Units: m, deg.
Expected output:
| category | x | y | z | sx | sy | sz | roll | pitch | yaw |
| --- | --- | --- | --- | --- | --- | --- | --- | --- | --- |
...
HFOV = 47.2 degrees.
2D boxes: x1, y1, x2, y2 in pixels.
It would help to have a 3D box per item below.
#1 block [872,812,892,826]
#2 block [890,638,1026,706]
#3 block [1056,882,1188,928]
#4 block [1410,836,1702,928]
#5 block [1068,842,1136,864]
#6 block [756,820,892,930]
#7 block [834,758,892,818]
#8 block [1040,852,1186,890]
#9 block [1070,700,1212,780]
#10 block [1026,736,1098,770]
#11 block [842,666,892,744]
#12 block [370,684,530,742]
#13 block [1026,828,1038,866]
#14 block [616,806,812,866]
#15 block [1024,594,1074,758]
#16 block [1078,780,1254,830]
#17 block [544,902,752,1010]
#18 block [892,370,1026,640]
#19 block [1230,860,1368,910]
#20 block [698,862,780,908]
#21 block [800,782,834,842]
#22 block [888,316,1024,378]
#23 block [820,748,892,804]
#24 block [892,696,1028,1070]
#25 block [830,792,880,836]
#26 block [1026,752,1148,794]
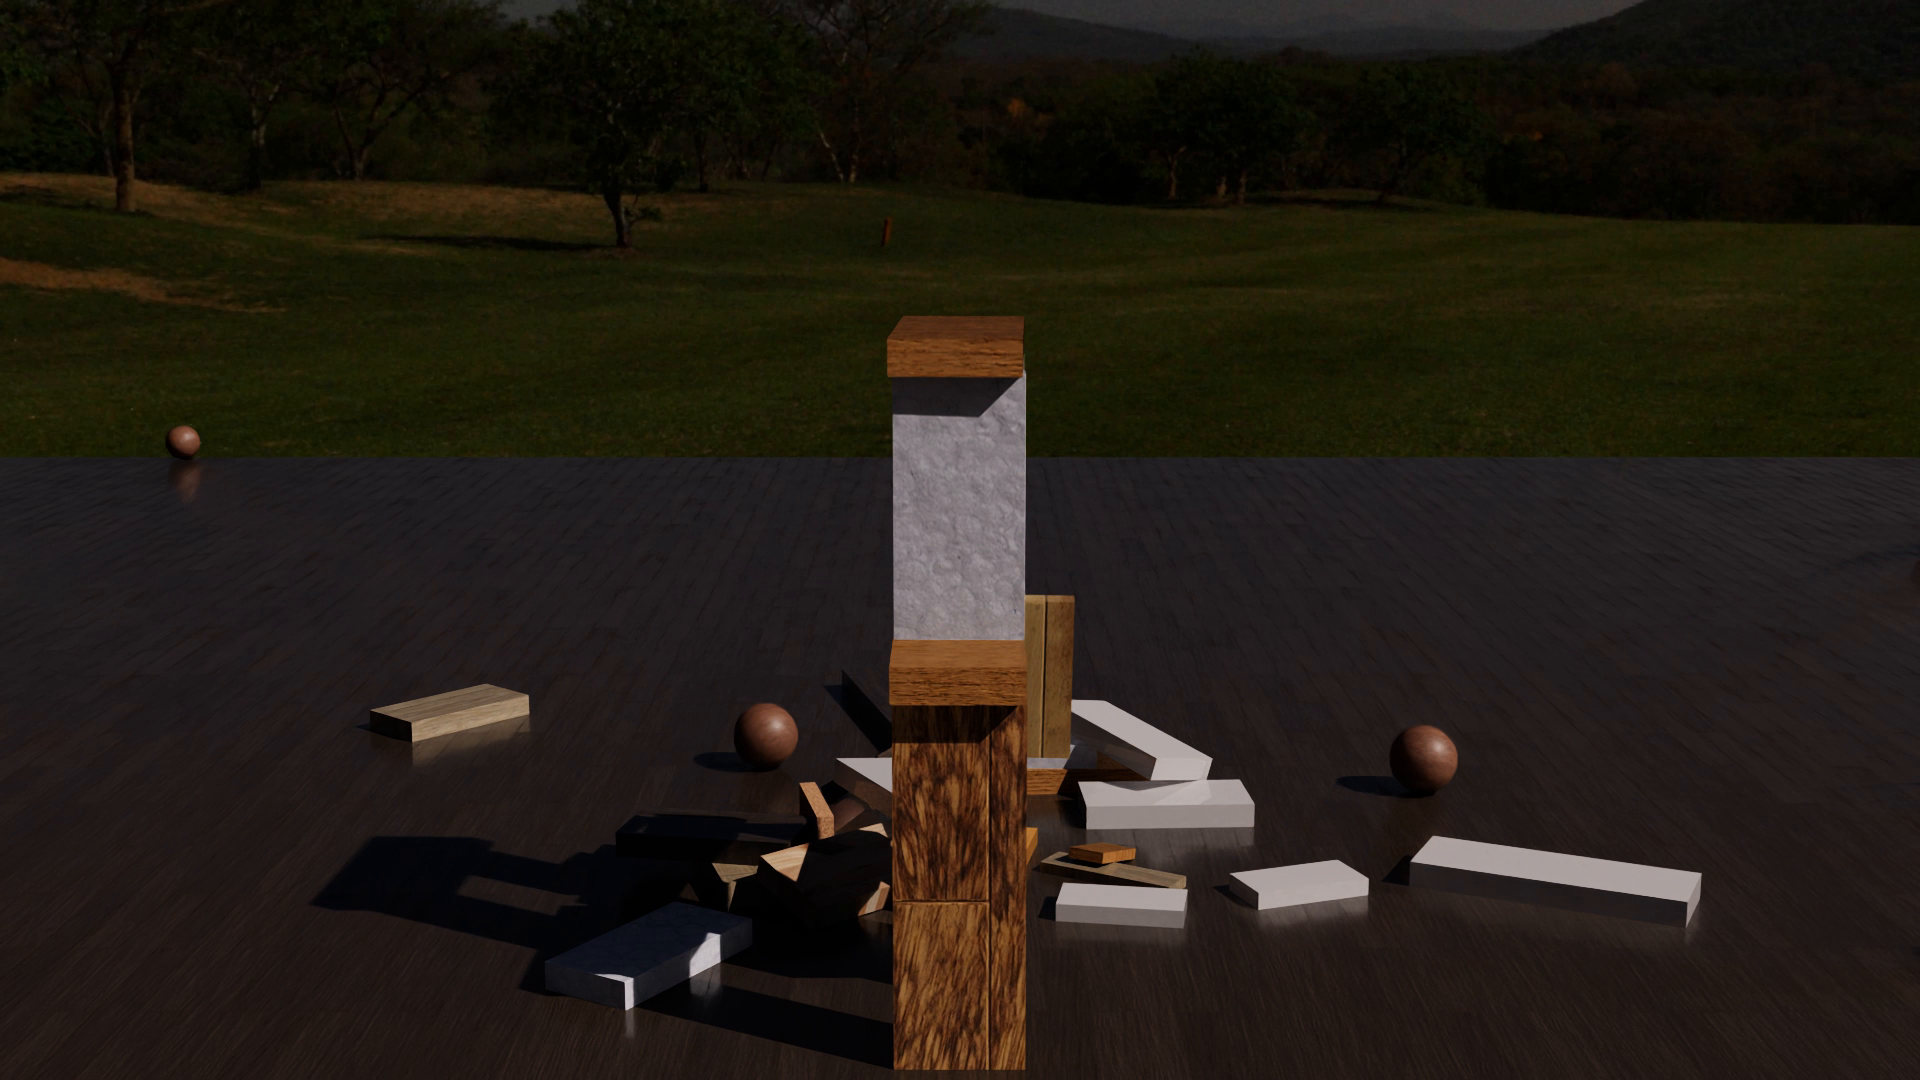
| category | x | y | z | sx | sy | sz | roll | pitch | yaw |
| --- | --- | --- | --- | --- | --- | --- | --- | --- | --- |
| block | -0.087 | 0.513 | 3.858 | 0.103 | 0.029 | 0.205 | -41 | 29 | -21 |
| block | -0.002 | 0.157 | 3.021 | 0.178 | 0.050 | 0.356 | 0 | 11 | 0 |
| block | 0.263 | 0.593 | 3.572 | 0.205 | 0.029 | 0.103 | 2 | 11 | 9 |
| block | 0.992 | 0.567 | 3.671 | 0.449 | 0.044 | 0.154 | 5 | 12 | 26 |
| block | 0.246 | 0.541 | 3.804 | 0.065 | 0.018 | 0.130 | 6 | 0 | 30 |
| block | -0.169 | 0.548 | 3.634 | 0.306 | 0.043 | 0.153 | -9 | 33 | -43 |
| block | -0.079 | 0.447 | 3.856 | 0.153 | 0.043 | 0.350 | 2 | 8 | -28 |
| block | 0.259 | 0.568 | 3.738 | 0.246 | 0.018 | 0.065 | 6 | 12 | 31 |
| block | 0.321 | 0.383 | 4.232 | 0.154 | 0.044 | 0.308 | 5 | 14 | -41 |
| block | 0.186 | 0.387 | 4.382 | 0.164 | 0.046 | 0.328 | 0 | 11 | 2 |
| block | -0.105 | 0.370 | 4.726 | 0.164 | 0.046 | 0.654 | -3 | 11 | -15 |
| block | -1.097 | 0.370 | 4.734 | 0.151 | 0.043 | 0.302 | 9 | 14 | 40 |
| block | 0.069 | 0.544 | 3.835 | 0.102 | 0.029 | 0.204 | 2 | 11 | 11 |
| block | -0.419 | 0.507 | 3.764 | 0.302 | 0.043 | 0.151 | 2 | 11 | 11 |
| block | 0.111 | 0.214 | 3.446 | 0.128 | 0.256 | 0.036 | 1 | 14 | 1 |
| block | 0.380 | 0.490 | 4.086 | 0.308 | 0.044 | 0.154 | -1 | 11 | -3 |
| block | -0.469 | 0.628 | 3.344 | 0.153 | 0.043 | 0.306 | 6 | 12 | 31 |
| block | -0.001 | -0.047 | 2.988 | 0.179 | 0.362 | 0.051 | 0 | 10 | 1 |
| block | 0.566 | 0.575 | 3.671 | 0.205 | 0.029 | 0.103 | -4 | 11 | -20 |
| block | -0.358 | 0.551 | 3.760 | 0.151 | 0.043 | 0.302 | -3 | 11 | -17 |
| block | -0.252 | 0.504 | 3.855 | 0.029 | 0.102 | 0.204 | -2 | 11 | -12 |
| block | 0.000 | -0.273 | 3.071 | 0.179 | 0.051 | 0.357 | 0 | 11 | 2 |
| block | -0.139 | 0.427 | 4.242 | 0.143 | 0.041 | 0.286 | -31 | -4 | 26 |
| block | -0.001 | 0.458 | 2.958 | 0.178 | 0.519 | 0.050 | 0 | 11 | 0 |
| block | -0.191 | 0.491 | 3.969 | 0.102 | 0.029 | 0.204 | -37 | 9 | 6 |
| block | 0.235 | 0.449 | 4.304 | 0.328 | 0.046 | 0.164 | -1 | 11 | -6 |
